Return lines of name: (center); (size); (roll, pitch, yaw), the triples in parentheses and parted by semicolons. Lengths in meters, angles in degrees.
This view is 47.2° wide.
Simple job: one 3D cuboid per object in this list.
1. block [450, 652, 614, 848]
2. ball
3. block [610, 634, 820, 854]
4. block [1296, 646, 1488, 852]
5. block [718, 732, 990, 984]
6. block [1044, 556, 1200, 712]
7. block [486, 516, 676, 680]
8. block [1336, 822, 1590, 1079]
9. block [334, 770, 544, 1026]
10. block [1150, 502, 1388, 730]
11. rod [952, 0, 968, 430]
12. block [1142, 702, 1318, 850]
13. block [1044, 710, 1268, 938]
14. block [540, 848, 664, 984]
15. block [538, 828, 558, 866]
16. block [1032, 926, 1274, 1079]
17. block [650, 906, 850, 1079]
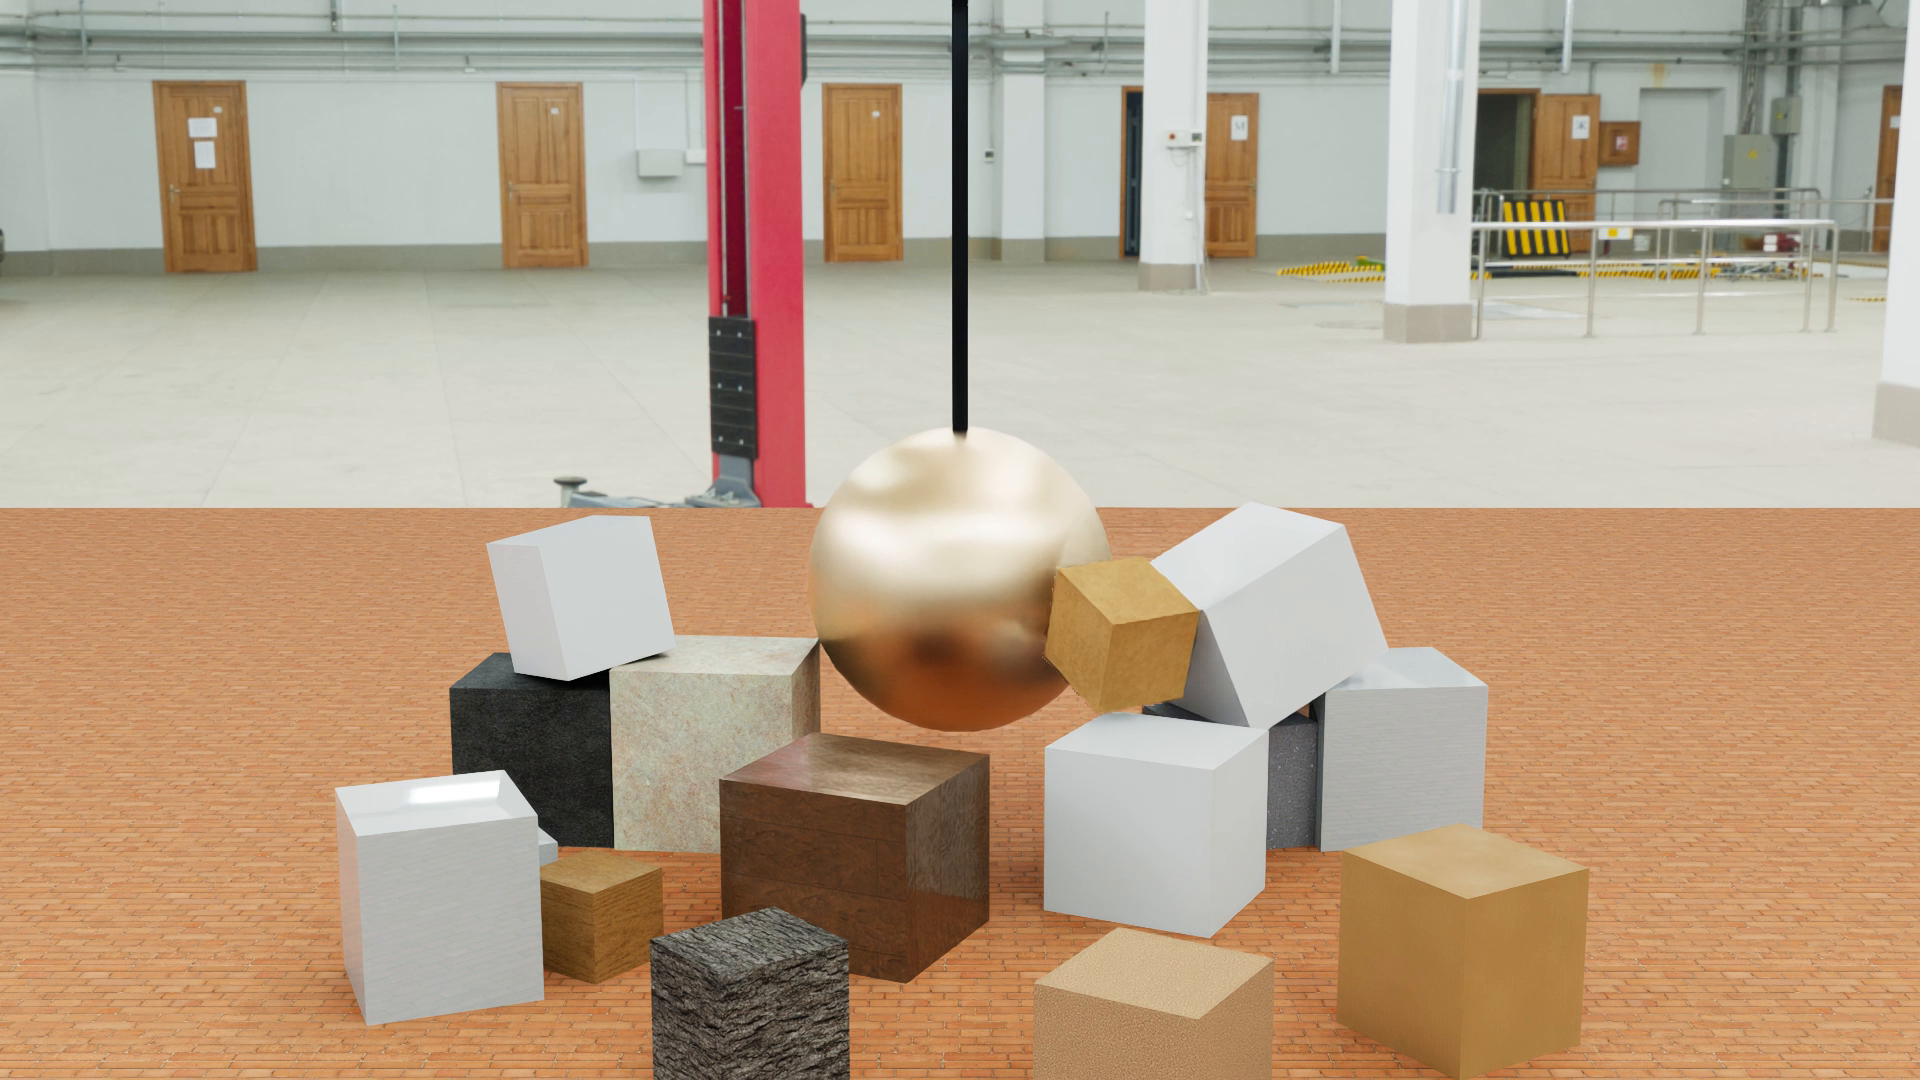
block: (-2.113, 1.073, 11.397); (0.812, 0.810, 0.780); (1, 10, 5)
ball: (0.000, 0.203, 11.506); (1.600, 1.600, 1.600); (0, 10, 0)
block: (-1.235, 1.035, 11.294); (0.911, 0.922, 0.820); (1, 10, 6)
block: (2.167, 1.065, 11.388); (0.831, 0.829, 0.860); (-1, 10, -7)
block: (-0.454, 1.383, 9.768); (0.902, 0.783, 0.848); (5, 11, 25)
block: (0.771, 0.446, 10.561); (0.475, 0.489, 0.531); (-8, 33, -26)
block: (-1.923, 0.281, 11.165); (0.618, 0.682, 0.622); (-17, 11, -34)
block: (1.980, 1.608, 8.700); (0.659, 0.723, 0.683); (-7, 12, -32)
block: (-2.188, 1.478, 9.218); (0.717, 0.794, 0.713); (-4, 11, -22)
block: (1.471, 0.380, 11.077); (0.869, 0.721, 0.828); (-30, 21, -19)
rod: (0.000, -3.109, 10.740); (0.080, 5.200, 0.080); (0, 13, 0)
block: (1.366, 1.193, 11.230); (0.691, 0.635, 0.622); (-3, 11, -18)
block: (0.918, 1.301, 10.239); (0.813, 0.778, 0.745); (5, 12, 26)
block: (-1.588, 1.623, 9.516); (0.434, 0.402, 0.419); (7, 13, 35)
block: (-2.090, 1.536, 9.948); (0.409, 0.419, 0.471); (-6, 12, -29)
block: (0.708, 1.825, 7.989); (0.643, 0.550, 0.662); (6, 12, 30)
block: (-0.785, 1.770, 8.234); (0.561, 0.571, 0.486); (-8, 13, -39)
